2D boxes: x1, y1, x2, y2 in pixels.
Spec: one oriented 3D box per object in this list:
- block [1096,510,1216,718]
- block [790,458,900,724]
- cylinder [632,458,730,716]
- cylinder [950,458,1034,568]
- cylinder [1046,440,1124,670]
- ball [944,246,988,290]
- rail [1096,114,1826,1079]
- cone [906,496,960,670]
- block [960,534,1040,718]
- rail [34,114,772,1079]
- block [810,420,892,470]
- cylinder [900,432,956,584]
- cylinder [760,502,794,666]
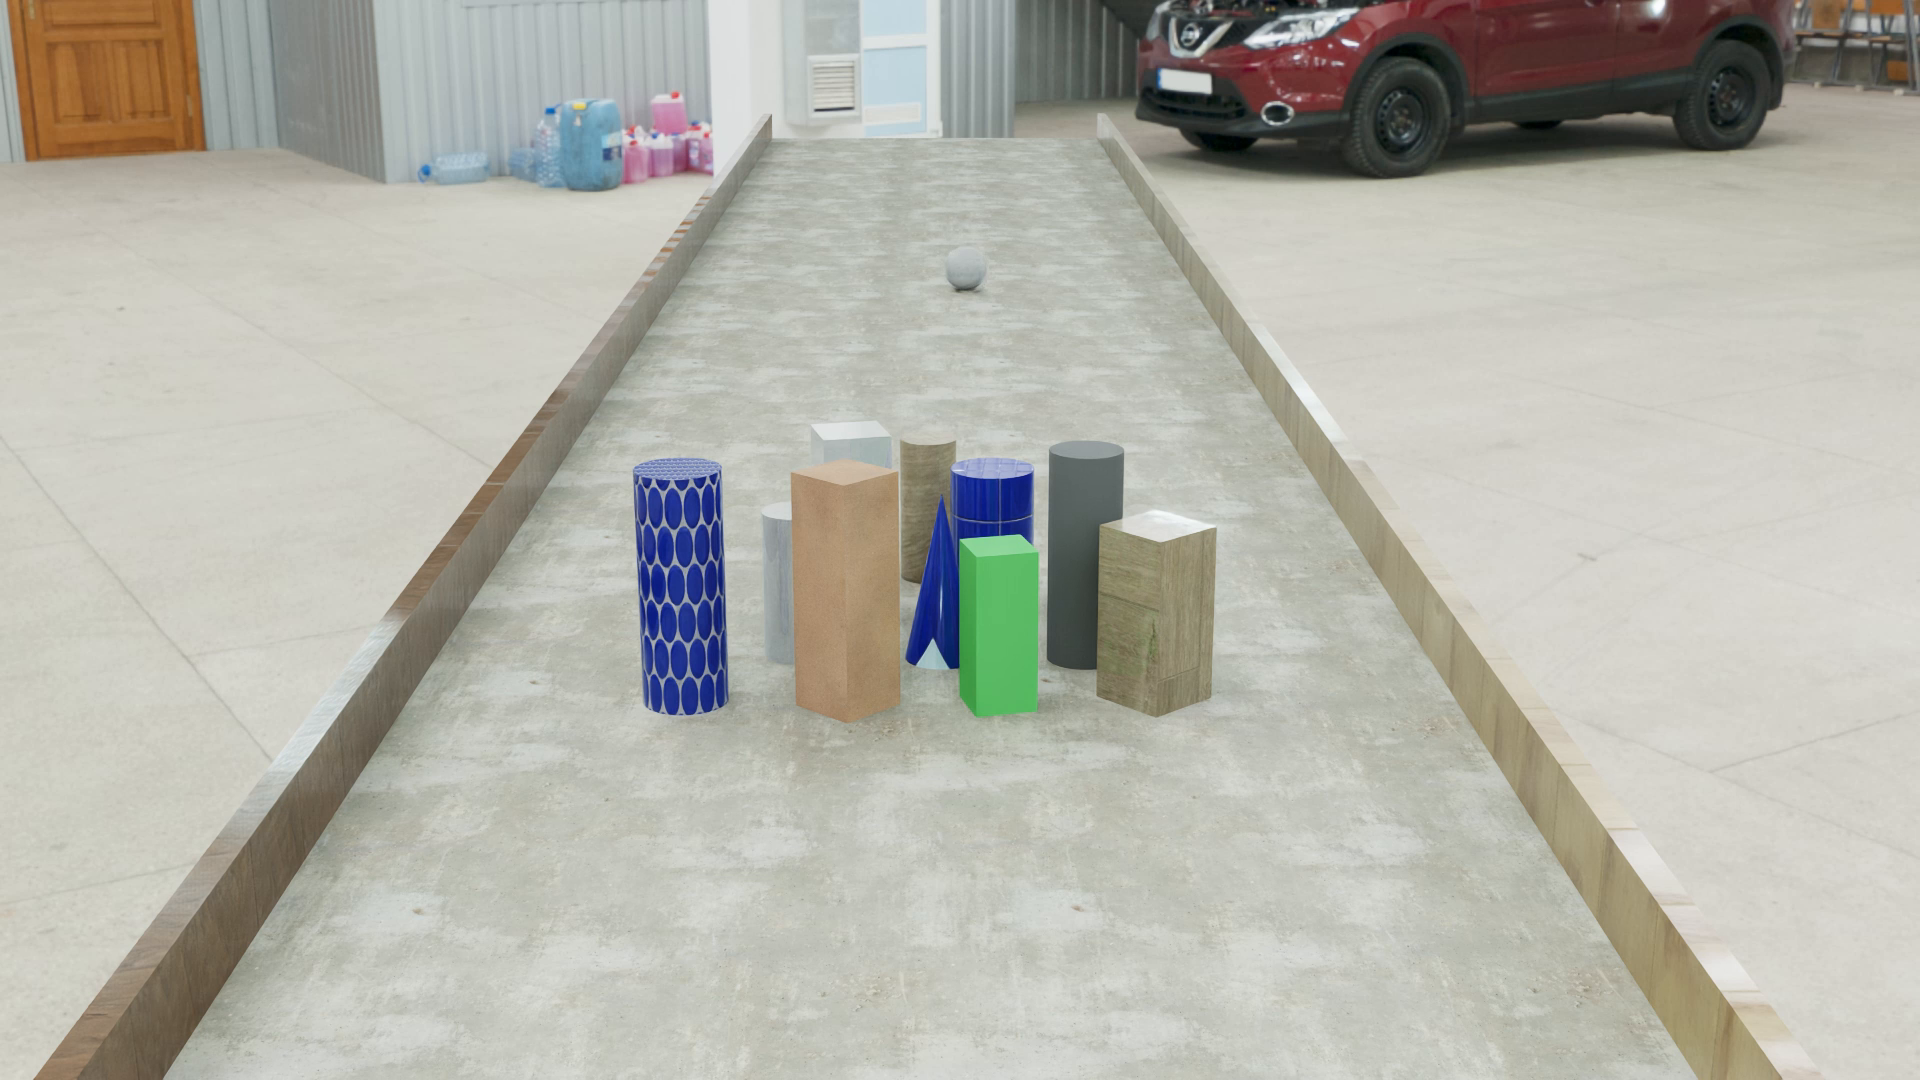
[{"bbox_3d":[0.371,0.137,4.166,0.155,0.342,0.155,-15,22,-41],"label":"block"},{"bbox_3d":[-0.212,0.093,4.110,0.140,0.457,0.140,15,22,41],"label":"block"},{"bbox_3d":[-0.523,0.087,4.135,0.164,0.457,0.164,0,17,0],"label":"cylinder"},{"bbox_3d":[0.068,0.001,4.665,0.177,0.318,0.177,0,17,0],"label":"cylinder"},{"bbox_3d":[0.248,0.030,4.370,0.147,0.432,0.147,0,17,0],"label":"cylinder"},{"bbox_3d":[0.023,-1.045,8.448,0.166,0.166,0.166,0,17,0],"label":"ball"},{"bbox_3d":[0.932,-0.844,7.801,0.050,0.150,12.000,0,17,-1],"label":"rail"},{"bbox_3d":[-0.036,0.071,4.385,0.150,0.343,0.150,0,17,0],"label":"cone"},{"bbox_3d":[0.072,0.161,4.137,0.120,0.313,0.120,-4,17,-15],"label":"block"},{"bbox_3d":[-1.118,-0.838,7.780,0.050,0.150,12.000,0,17,-1],"label":"rail"},{"bbox_3d":[-0.227,-0.033,4.625,0.142,0.406,0.142,-4,17,-14],"label":"block"},{"bbox_3d":[-0.070,-0.072,4.910,0.126,0.319,0.126,0,17,0],"label":"cylinder"},{"bbox_3d":[-0.326,0.086,4.409,0.138,0.302,0.138,0,17,0],"label":"cylinder"}]
